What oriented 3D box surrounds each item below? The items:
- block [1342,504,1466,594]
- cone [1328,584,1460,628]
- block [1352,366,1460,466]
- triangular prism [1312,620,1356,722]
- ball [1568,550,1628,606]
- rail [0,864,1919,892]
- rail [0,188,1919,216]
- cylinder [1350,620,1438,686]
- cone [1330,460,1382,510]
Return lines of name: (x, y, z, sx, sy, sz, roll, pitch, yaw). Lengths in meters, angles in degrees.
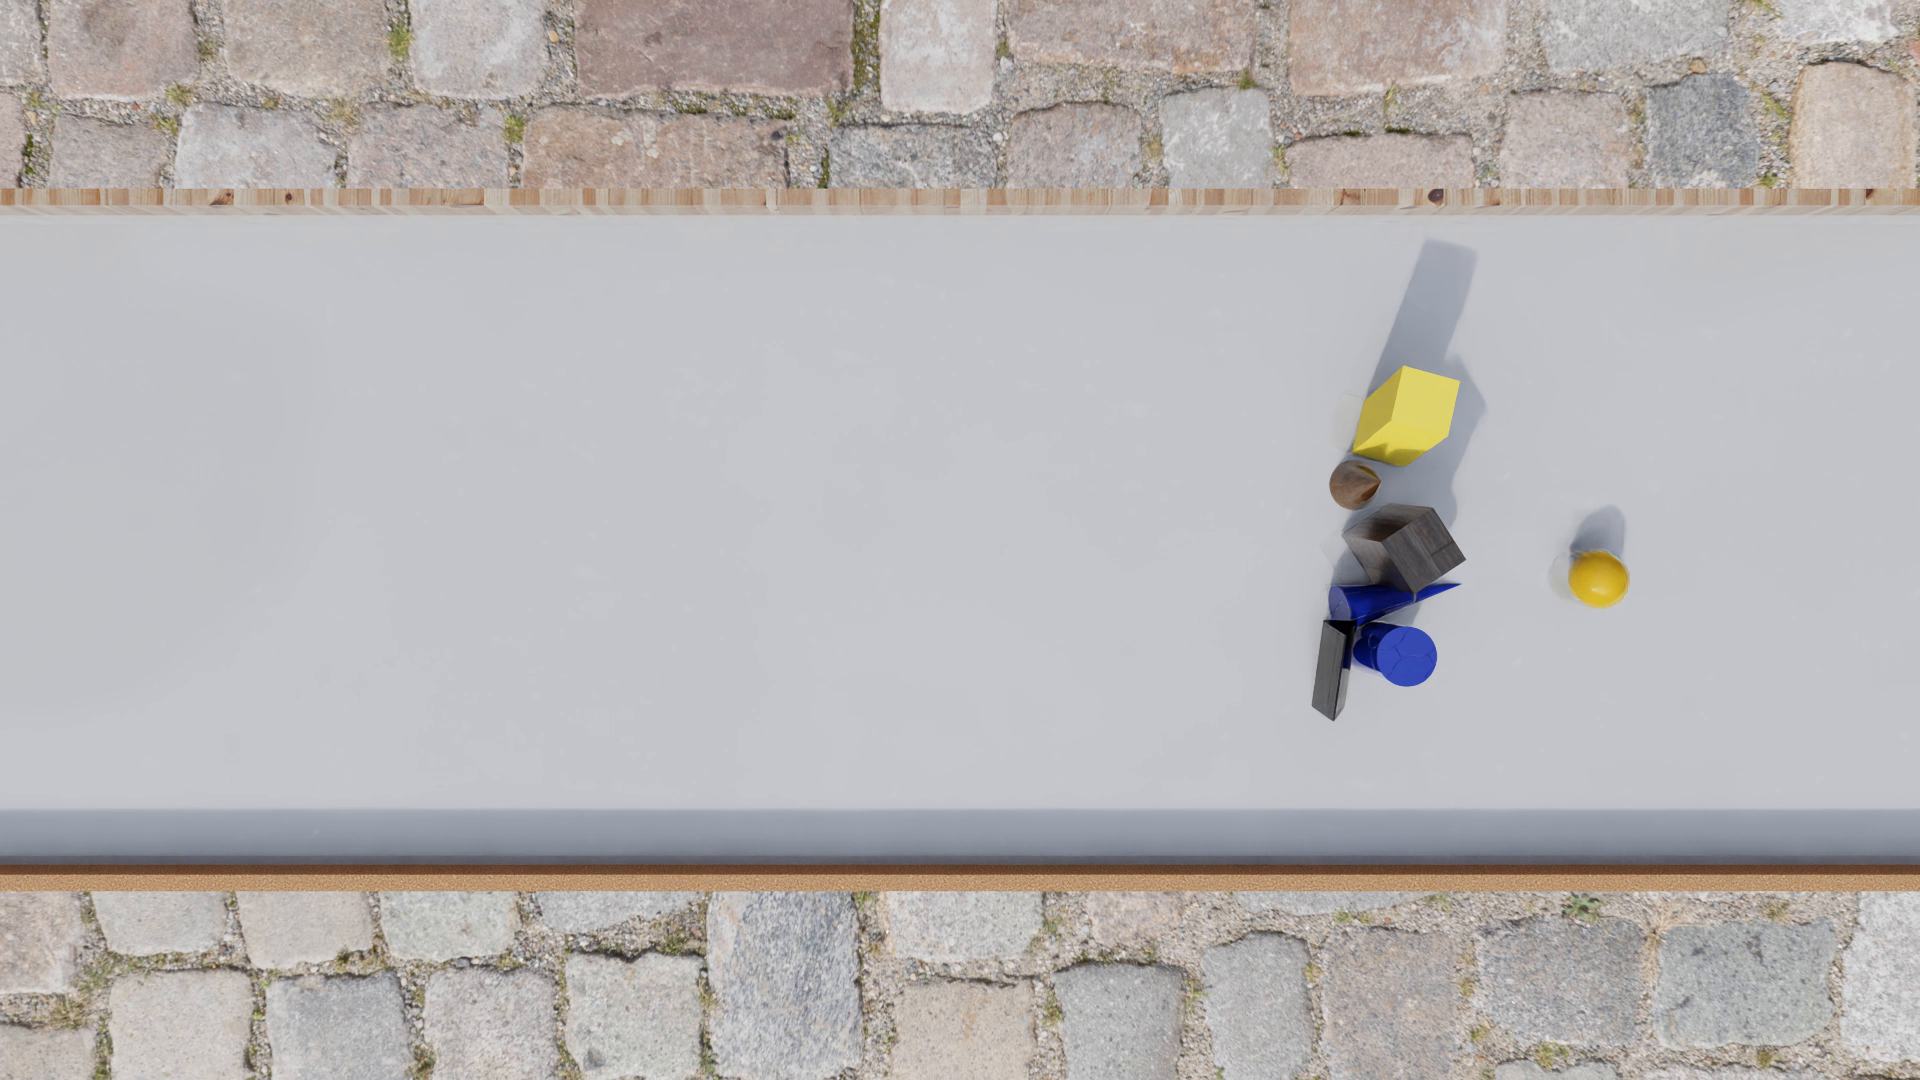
block: (1.302, 0.020, 4.864, 0.177, 0.414, 0.177, -34, 94, 0)
cone: (1.349, 0.172, 5.041, 0.412, 0.146, 0.146, -11, 90, -10)
block: (1.311, -0.360, 4.870, 0.167, 0.389, 0.167, 15, 79, 0)
triangular prism: (1.135, 0.396, 4.968, 0.100, 0.087, 0.300, 1, 117, 0)
ball: (1.929, 0.117, 4.992, 0.170, 0.170, 0.170, 0, 90, 0)
rail: (-2.247, 1.025, 5.001, 12.000, 0.150, 0.050, 0, 90, 0)
rail: (-2.247, -1.025, 5.002, 12.000, 0.150, 0.050, 0, 90, 0)
cylinder: (1.273, 0.332, 4.886, 0.173, 0.380, 0.173, 0, 90, 0)
cone: (1.215, -0.169, 4.915, 0.156, 0.322, 0.156, 0, 90, 0)
